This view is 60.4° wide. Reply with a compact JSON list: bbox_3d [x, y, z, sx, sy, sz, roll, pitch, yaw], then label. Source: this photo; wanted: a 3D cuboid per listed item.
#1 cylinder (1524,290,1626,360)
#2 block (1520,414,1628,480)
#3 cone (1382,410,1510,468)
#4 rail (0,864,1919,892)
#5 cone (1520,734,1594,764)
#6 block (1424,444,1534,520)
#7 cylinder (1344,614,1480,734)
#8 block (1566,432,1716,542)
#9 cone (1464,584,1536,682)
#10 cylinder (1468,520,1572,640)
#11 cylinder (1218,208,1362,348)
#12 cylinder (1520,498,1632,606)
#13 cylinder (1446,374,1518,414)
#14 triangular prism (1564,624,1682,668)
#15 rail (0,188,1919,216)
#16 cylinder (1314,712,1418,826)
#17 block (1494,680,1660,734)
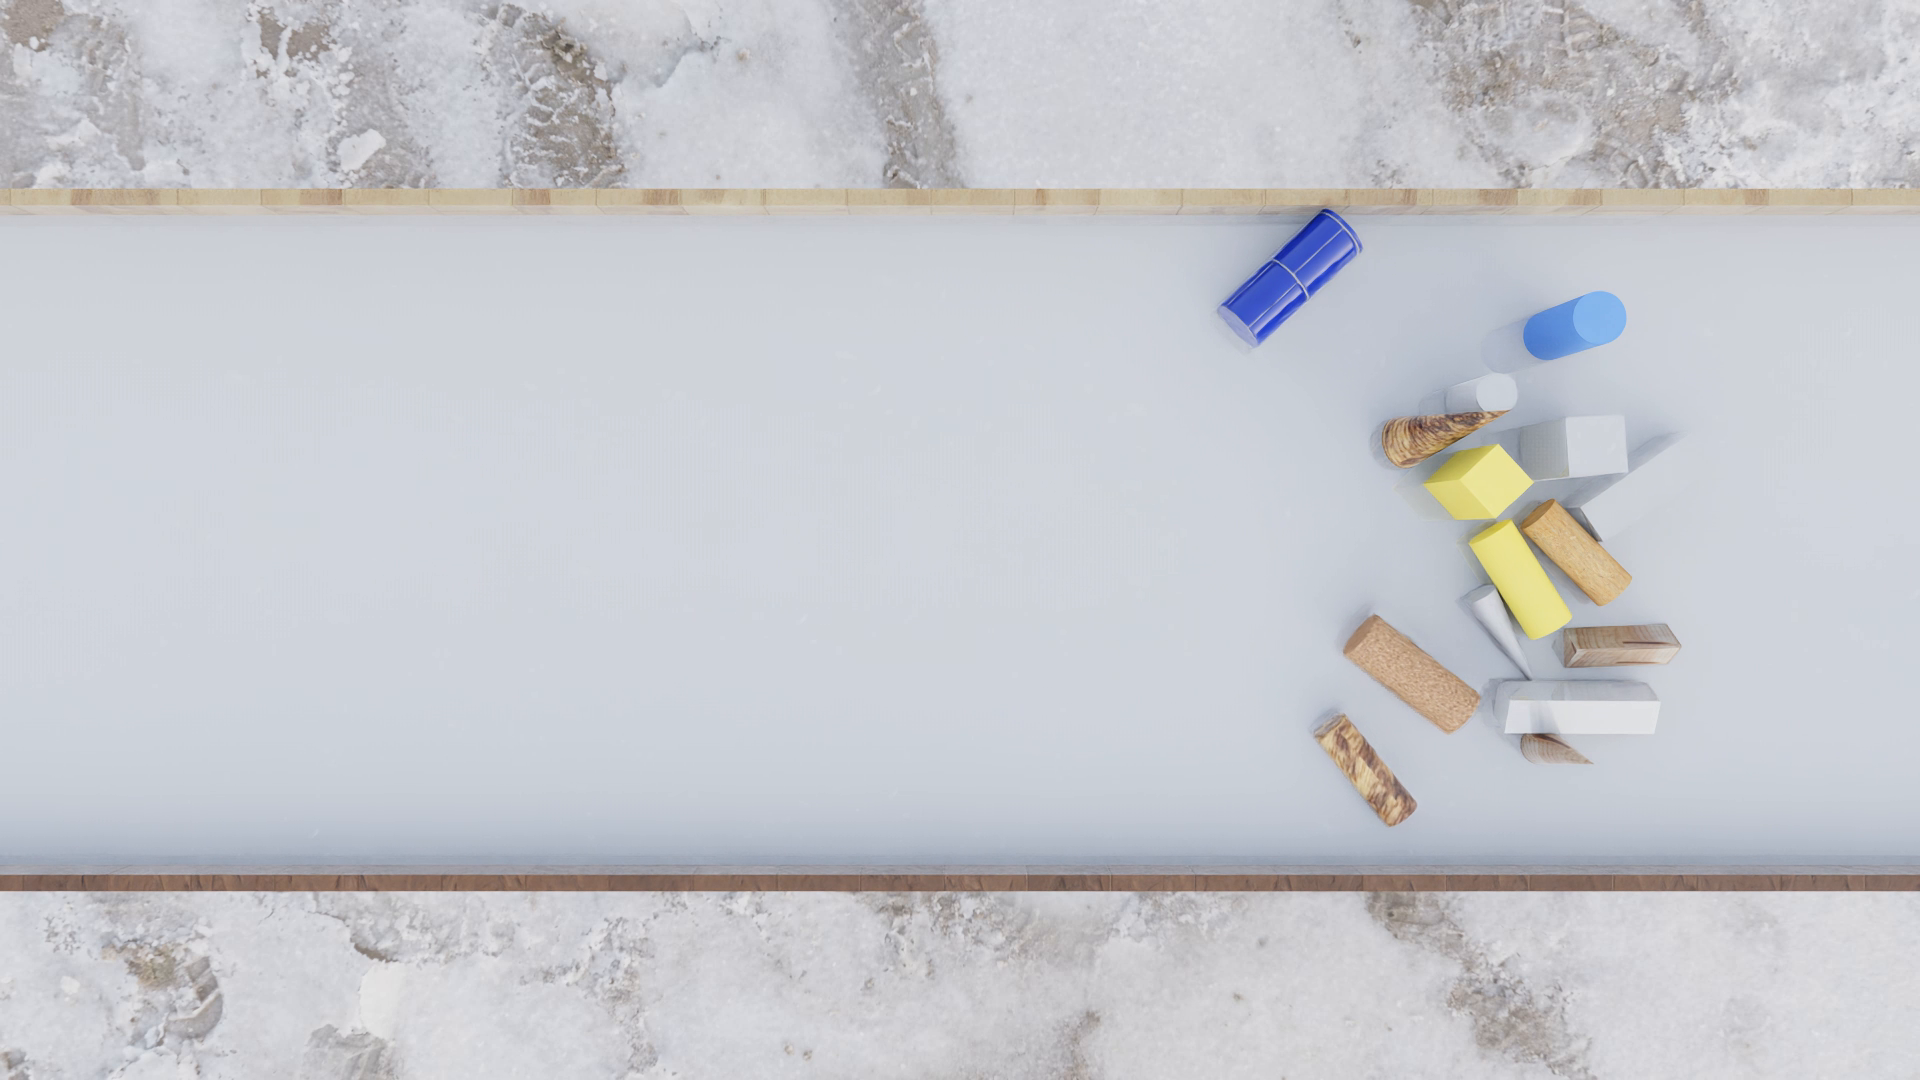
[{"bbox_3d":[1.809,-0.629,4.870,0.152,0.413,0.152,0,90,0],"label":"cylinder"},{"bbox_3d":[1.812,-0.270,4.885,0.168,0.383,0.168,-4,90,0],"label":"block"},{"bbox_3d":[1.453,-0.332,4.841,0.162,0.449,0.162,5,79,-26],"label":"cone"},{"bbox_3d":[-2.247,1.025,5.001,12.000,0.150,0.050,0,90,0],"label":"rail"},{"bbox_3d":[1.785,0.631,4.858,0.122,0.437,0.122,0,90,0],"label":"cone"},{"bbox_3d":[1.531,-0.168,4.890,0.151,0.372,0.151,-43,90,0],"label":"block"},{"bbox_3d":[1.370,0.406,5.000,0.394,0.153,0.153,38,90,0],"label":"cylinder"},{"bbox_3d":[2.065,-0.161,5.014,0.407,0.125,0.125,-34,90,0],"label":"block"},{"bbox_3d":[1.688,0.324,5.051,0.103,0.103,0.384,-33,98,0],"label":"cone"},{"bbox_3d":[1.700,0.119,5.005,0.143,0.143,0.344,-33,90,0],"label":"cylinder"},{"bbox_3d":[0.999,-0.790,4.990,0.430,0.173,0.173,-43,90,0],"label":"cylinder"},{"bbox_3d":[1.871,0.038,5.009,0.331,0.133,0.133,45,90,0],"label":"cylinder"},{"bbox_3d":[1.555,-0.423,4.926,0.121,0.301,0.121,0,90,0],"label":"cylinder"},{"bbox_3d":[2.017,0.327,5.021,0.317,0.104,0.121,-2,90,0],"label":"triangular prism"},{"bbox_3d":[-2.247,-1.025,5.002,12.000,0.150,0.050,0,90,0],"label":"rail"},{"bbox_3d":[1.236,0.698,5.020,0.113,0.113,0.353,-39,90,0],"label":"cylinder"},{"bbox_3d":[1.868,0.507,5.000,0.452,0.115,0.115,0,116,0],"label":"block"}]
